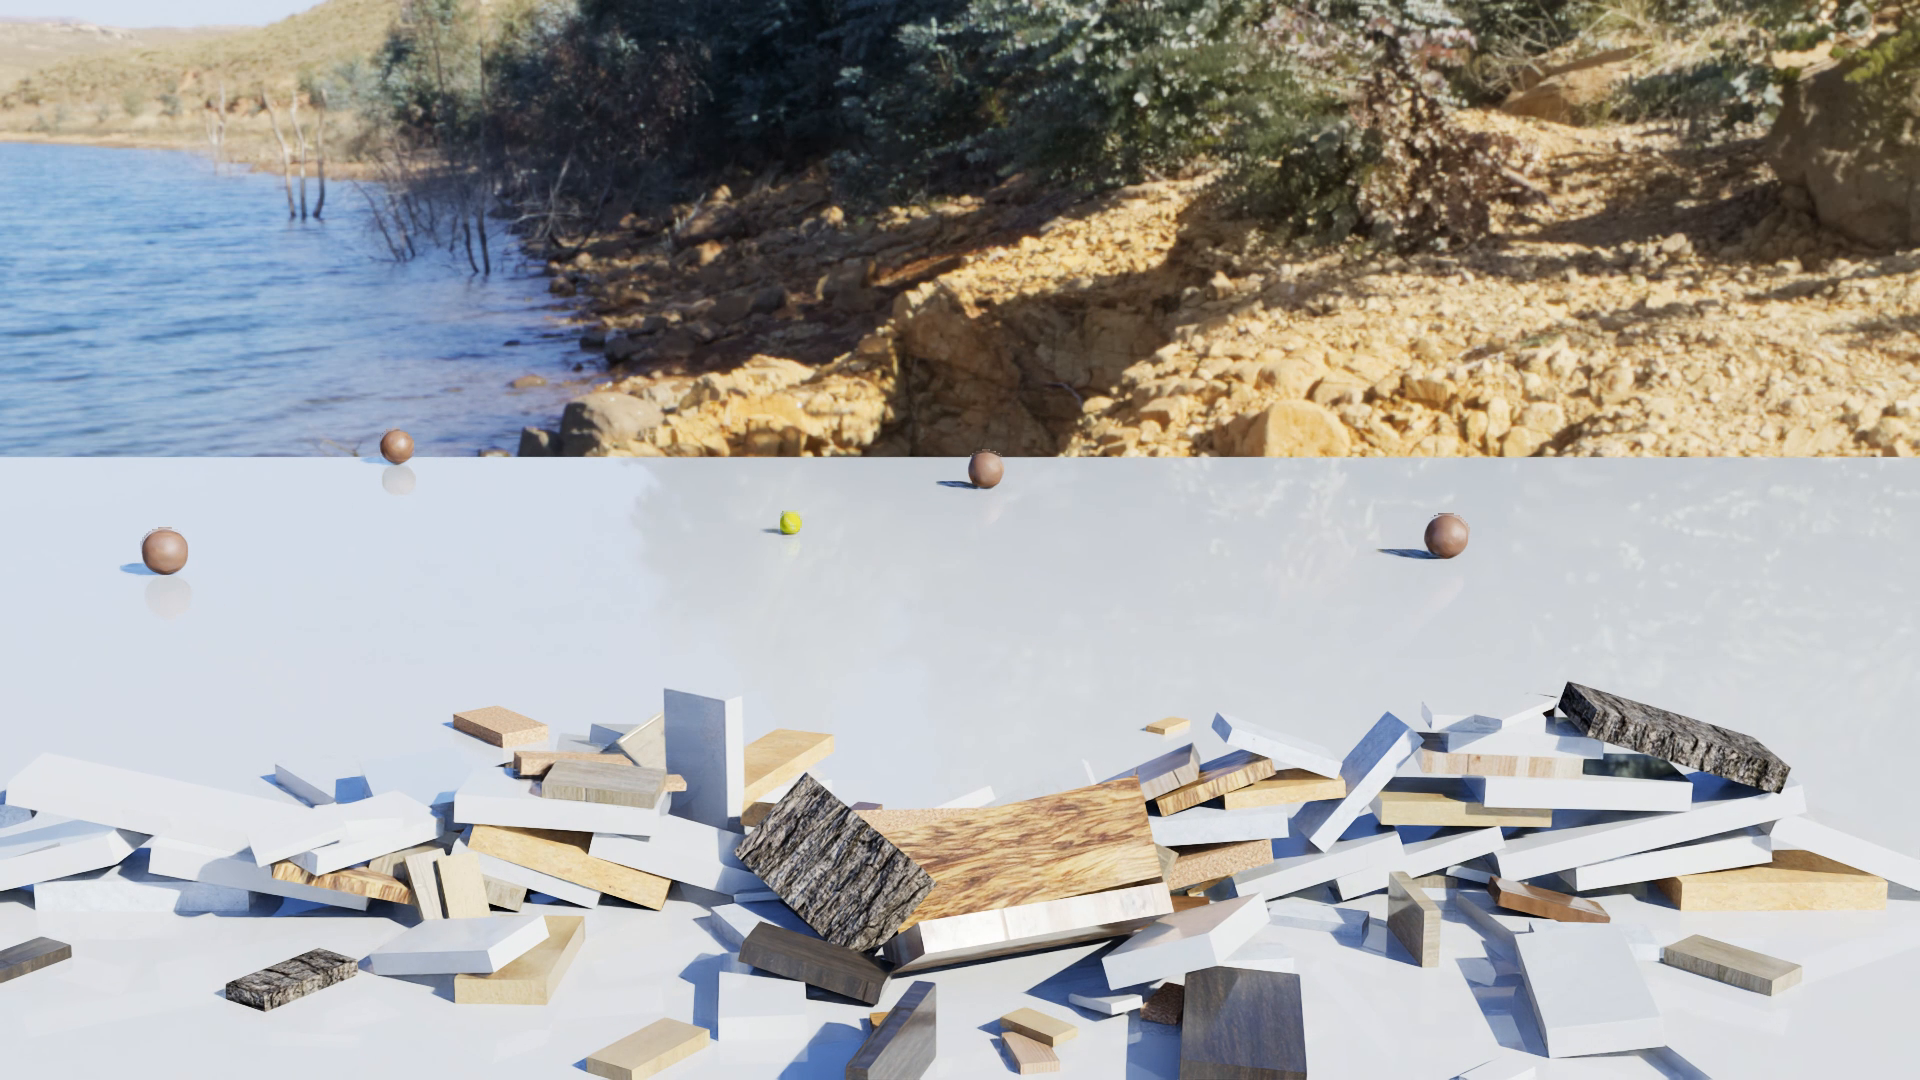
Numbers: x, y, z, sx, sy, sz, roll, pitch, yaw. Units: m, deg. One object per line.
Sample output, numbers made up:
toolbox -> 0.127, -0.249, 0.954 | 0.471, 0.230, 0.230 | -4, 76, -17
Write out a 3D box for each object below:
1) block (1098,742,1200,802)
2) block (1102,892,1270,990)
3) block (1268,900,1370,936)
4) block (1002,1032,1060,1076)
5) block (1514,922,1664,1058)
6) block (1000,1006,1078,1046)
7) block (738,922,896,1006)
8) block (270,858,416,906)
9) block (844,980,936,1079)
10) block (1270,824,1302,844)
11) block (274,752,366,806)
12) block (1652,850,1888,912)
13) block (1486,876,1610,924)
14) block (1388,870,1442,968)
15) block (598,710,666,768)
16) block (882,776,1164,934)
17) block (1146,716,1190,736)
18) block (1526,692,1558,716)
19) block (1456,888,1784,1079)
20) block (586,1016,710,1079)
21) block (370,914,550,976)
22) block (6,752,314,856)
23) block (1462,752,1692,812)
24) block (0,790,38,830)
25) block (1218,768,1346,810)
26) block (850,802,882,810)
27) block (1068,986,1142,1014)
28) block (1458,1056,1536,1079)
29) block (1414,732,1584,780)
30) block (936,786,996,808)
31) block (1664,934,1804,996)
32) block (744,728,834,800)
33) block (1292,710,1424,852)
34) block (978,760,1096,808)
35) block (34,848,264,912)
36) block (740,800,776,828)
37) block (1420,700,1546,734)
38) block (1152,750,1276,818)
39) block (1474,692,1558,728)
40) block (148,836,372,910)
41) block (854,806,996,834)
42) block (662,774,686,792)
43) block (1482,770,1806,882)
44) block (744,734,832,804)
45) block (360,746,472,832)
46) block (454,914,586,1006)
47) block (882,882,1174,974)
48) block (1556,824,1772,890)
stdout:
block -> 0.207, 0.447, 3.671 | 0.410, 0.030, 0.105 | -25, 9, 14
block -> 0.340, 0.591, 3.260 | 0.164, 0.047, 0.329 | -18, -5, 20
block -> 0.575, 0.606, 3.528 | 0.152, 0.019, 0.067 | 4, 11, 20
block -> 0.096, 0.703, 3.019 | 0.054, 0.015, 0.108 | -2, 11, -13
block -> 0.897, 0.642, 3.152 | 0.154, 0.044, 0.314 | -8, 13, 8
block -> 0.110, 0.679, 3.068 | 0.050, 0.014, 0.101 | -10, 15, -44
block -> -0.210, 0.623, 3.244 | 0.214, 0.030, 0.107 | 16, 9, 6
block -> -0.938, 0.548, 3.533 | 0.329, 0.024, 0.086 | 16, 7, -22
block -> -0.088, 0.682, 2.878 | 0.030, 0.107, 0.295 | 3, 11, 16
block -> 0.601, 0.535, 3.892 | 0.091, 0.026, 0.183 | 10, 14, 43
block -> -1.170, 0.473, 4.193 | 0.136, 0.039, 0.365 | -8, 13, -37
block -> 1.343, 0.566, 3.667 | 0.336, 0.048, 0.168 | 0, 11, -1
block -> 0.940, 0.582, 3.517 | 0.177, 0.025, 0.089 | 14, 7, 1
block -> 0.706, 0.589, 3.425 | 0.026, 0.091, 0.182 | -1, 11, -6
block -> -0.593, 0.423, 4.000 | 0.288, 0.037, 0.129 | -34, 64, -32
block -> 0.097, 0.503, 3.452 | 0.416, 0.175, 0.050 | -13, -33, 2
block -> 0.443, 0.395, 4.681 | 0.048, 0.014, 0.095 | 8, 13, 38
block -> 0.970, 0.309, 3.681 | 0.050, 0.101, 0.014 | 7, 12, 28
block -> 0.961, 0.665, 3.197 | 0.091, 0.026, 0.879 | -3, 11, -13
block -> -0.426, 0.700, 3.014 | 0.081, 0.023, 0.161 | 7, 13, 33
block -> -0.751, 0.607, 3.297 | 0.248, 0.035, 0.124 | -8, 11, 32
block -> -1.296, 0.442, 3.618 | 0.491, 0.038, 0.134 | 12, 16, -1
block -> 1.013, 0.396, 3.627 | 0.333, 0.047, 0.167 | 1, 11, 0
block -> -1.679, 0.474, 3.661 | 0.273, 0.039, 0.136 | -17, 10, -13
block -> 0.528, 0.409, 3.639 | 0.199, 0.028, 0.099 | -6, 10, -3
block -> -0.186, 0.507, 4.075 | 0.050, 0.014, 0.099 | 4, 11, 21
block -> 0.209, 0.664, 3.178 | 0.054, 0.015, 0.108 | -7, 2, -32
block -> 0.719, 0.718, 2.943 | 0.101, 0.014, 0.050 | -9, 14, -40
block -> 0.881, 0.354, 3.614 | 0.255, 0.035, 0.123 | 2, 11, 4
block -> -0.078, 0.505, 3.824 | 0.148, 0.042, 0.296 | -29, -9, 37
block -> 1.167, 0.641, 3.323 | 0.089, 0.025, 0.177 | -9, 14, -40
block -> -0.384, 0.432, 4.145 | 0.124, 0.035, 0.436 | 4, 11, 21
block -> 0.660, 0.400, 3.657 | 0.035, 0.247, 0.123 | 41, 2, -10
block -> 0.132, 0.454, 3.625 | 0.211, 0.105, 0.030 | -27, -23, 14
block -> -1.333, 0.565, 3.669 | 0.349, 0.049, 0.175 | 0, 11, 0
block -> -0.253, 0.490, 3.808 | 0.148, 0.042, 0.296 | 3, -10, 18
block -> 0.855, 0.289, 3.600 | 0.183, 0.026, 0.091 | 1, 11, 1
block -> 0.414, 0.395, 3.630 | 0.199, 0.028, 0.099 | -21, 11, -1
block -> 0.902, 0.276, 3.565 | 0.050, 0.014, 0.191 | 10, 14, 40
block -> -1.133, 0.521, 3.631 | 0.349, 0.049, 0.175 | 11, 16, -5
block -> -0.014, 0.521, 3.523 | 0.351, 0.175, 0.050 | -2, -30, 8
block -> -0.508, 0.406, 3.662 | 0.095, 0.014, 0.048 | 0, 11, -22
block -> 1.119, 0.461, 3.640 | 0.502, 0.047, 0.166 | -14, 11, 2
block -> -0.398, 0.454, 4.265 | 0.178, 0.050, 0.356 | -5, 12, -25
block -> -0.962, 0.449, 3.929 | 0.178, 0.050, 0.484 | -8, 8, -19
block -> -0.663, 0.633, 3.331 | 0.134, 0.038, 0.268 | 0, 11, 2
block -> 0.103, 0.589, 3.336 | 0.413, 0.047, 0.164 | -5, -19, -24
block -> 1.162, 0.515, 3.689 | 0.336, 0.048, 0.168 | -7, 11, -6
